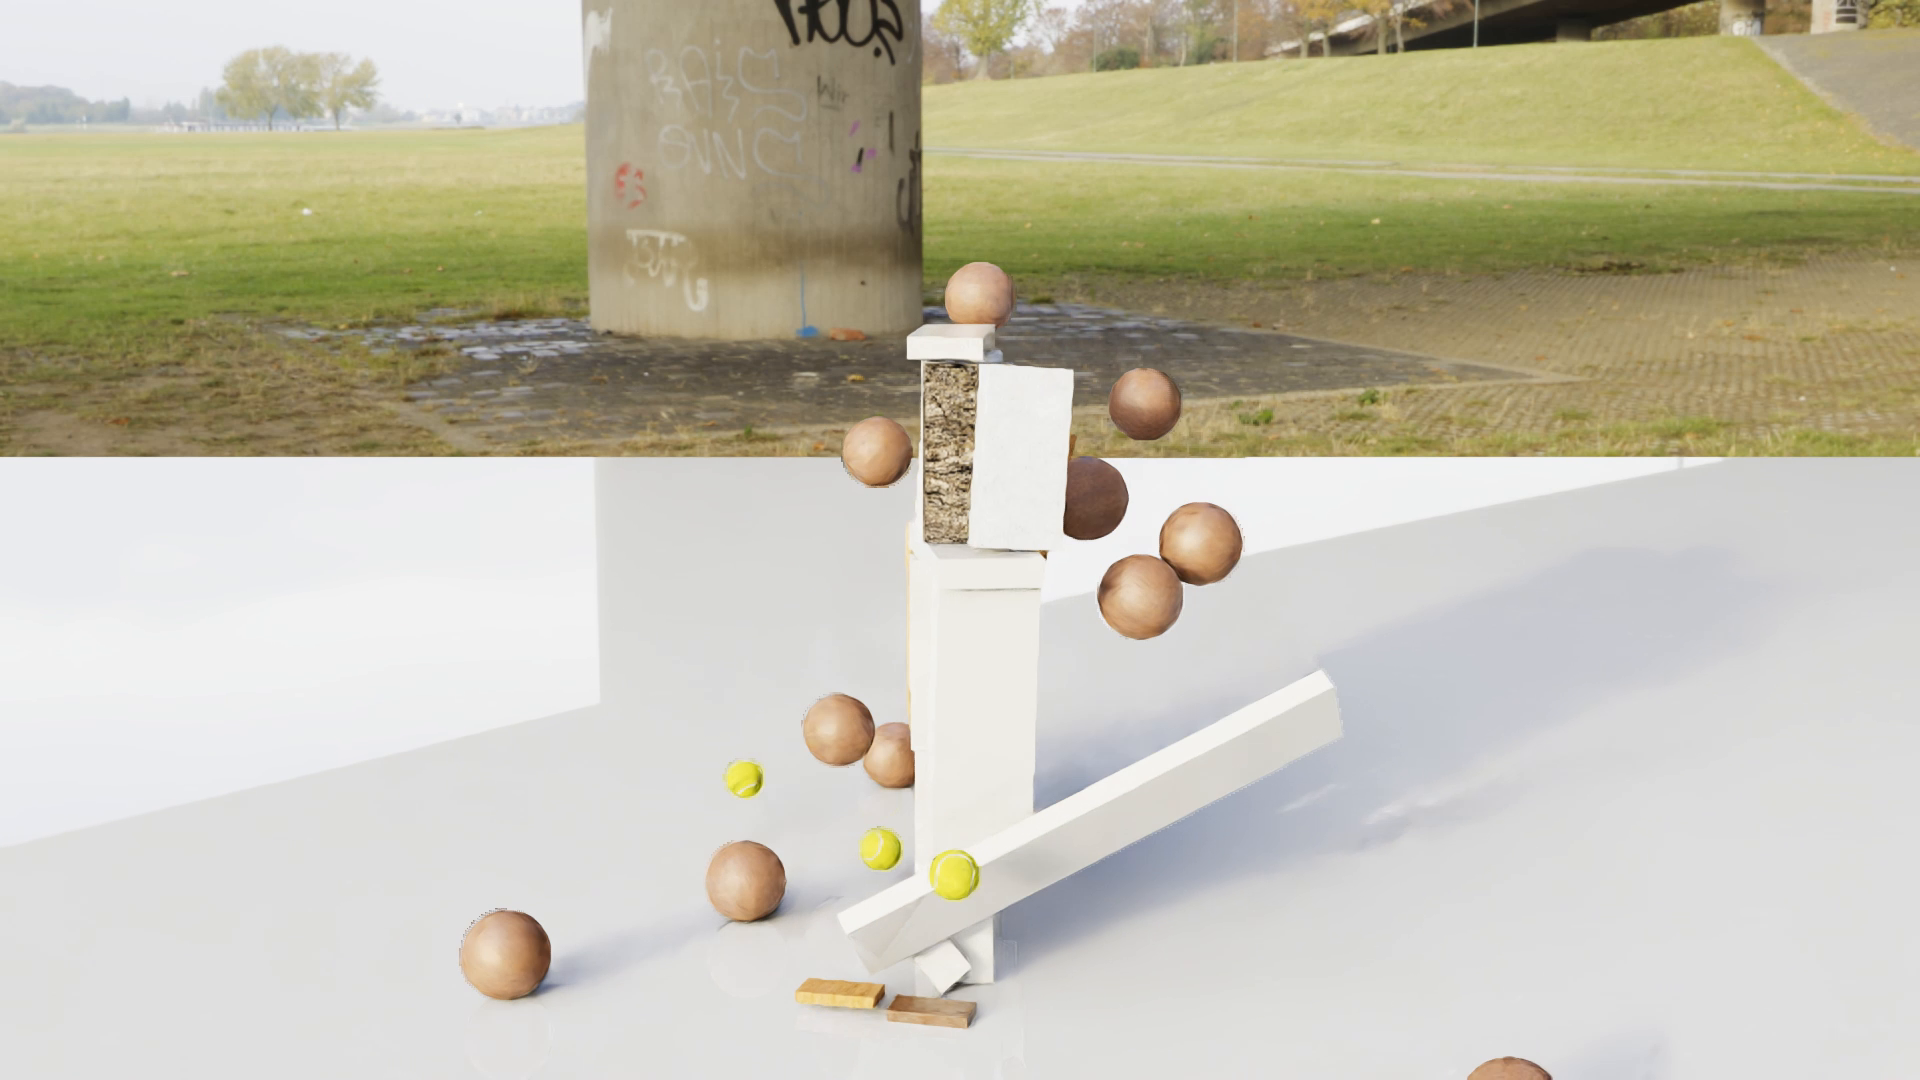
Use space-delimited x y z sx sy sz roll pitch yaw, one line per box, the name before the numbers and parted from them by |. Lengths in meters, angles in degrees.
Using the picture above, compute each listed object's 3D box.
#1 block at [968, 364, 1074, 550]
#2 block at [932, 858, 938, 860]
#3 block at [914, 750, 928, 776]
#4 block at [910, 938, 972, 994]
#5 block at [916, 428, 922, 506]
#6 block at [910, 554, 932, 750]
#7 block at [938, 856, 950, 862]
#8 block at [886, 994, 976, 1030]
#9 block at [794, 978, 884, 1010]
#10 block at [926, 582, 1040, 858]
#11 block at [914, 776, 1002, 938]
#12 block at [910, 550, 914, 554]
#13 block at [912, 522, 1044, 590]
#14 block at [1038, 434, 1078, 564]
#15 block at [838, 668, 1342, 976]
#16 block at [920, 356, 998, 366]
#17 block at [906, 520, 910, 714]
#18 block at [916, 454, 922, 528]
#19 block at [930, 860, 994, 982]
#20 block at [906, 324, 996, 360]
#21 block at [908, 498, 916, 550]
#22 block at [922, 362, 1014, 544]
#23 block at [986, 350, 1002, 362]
block | 0.087 -0.117 3.133 0.130 0.259 0.037 2 5 -20
block | 0.004 0.550 3.390 0.090 0.180 0.026 0 11 0
block | -0.004 0.319 3.523 0.137 0.039 0.274 0 11 -1
block | -0.043 0.604 3.245 0.059 0.118 0.017 -39 -2 -15
block | -0.011 -0.141 3.459 0.101 0.206 0.029 2 -10 11
block | -0.001 0.172 3.377 0.151 0.301 0.043 0 15 0
block | 0.009 0.454 3.315 0.090 0.026 0.180 -1 13 -5
block | -0.040 0.677 3.156 0.118 0.017 0.059 3 11 13
block | -0.174 0.658 3.191 0.118 0.017 0.059 2 9 14
block | 0.032 0.258 3.200 0.151 0.408 0.043 -2 13 -14
block | -0.002 0.489 3.462 0.137 0.274 0.039 0 11 0
block | -0.005 0.153 3.487 0.149 0.299 0.042 0 14 -1
block | 0.022 0.020 3.240 0.151 0.043 0.302 -1 11 -8
block | 0.070 -0.026 3.758 0.176 0.353 0.050 9 11 -26
block | 0.196 0.411 3.192 0.781 0.130 0.037 -26 50 -5
block | 0.000 -0.172 3.518 0.121 0.241 0.034 -1 -2 -3
block | -0.014 0.130 3.677 0.149 0.323 0.042 0 13 1
block | -0.012 -0.119 3.296 0.101 0.203 0.029 -4 13 -44
block | 0.003 0.569 3.282 0.090 0.180 0.025 -1 6 -2
block | -0.012 -0.323 3.573 0.121 0.034 0.241 1 10 6
block | -0.002 -0.032 3.546 0.149 0.042 0.299 0 10 1
block | 0.012 -0.127 3.199 0.130 0.259 0.037 -1 6 -9
block | 0.008 -0.189 3.610 0.121 0.241 0.034 0 13 -1
